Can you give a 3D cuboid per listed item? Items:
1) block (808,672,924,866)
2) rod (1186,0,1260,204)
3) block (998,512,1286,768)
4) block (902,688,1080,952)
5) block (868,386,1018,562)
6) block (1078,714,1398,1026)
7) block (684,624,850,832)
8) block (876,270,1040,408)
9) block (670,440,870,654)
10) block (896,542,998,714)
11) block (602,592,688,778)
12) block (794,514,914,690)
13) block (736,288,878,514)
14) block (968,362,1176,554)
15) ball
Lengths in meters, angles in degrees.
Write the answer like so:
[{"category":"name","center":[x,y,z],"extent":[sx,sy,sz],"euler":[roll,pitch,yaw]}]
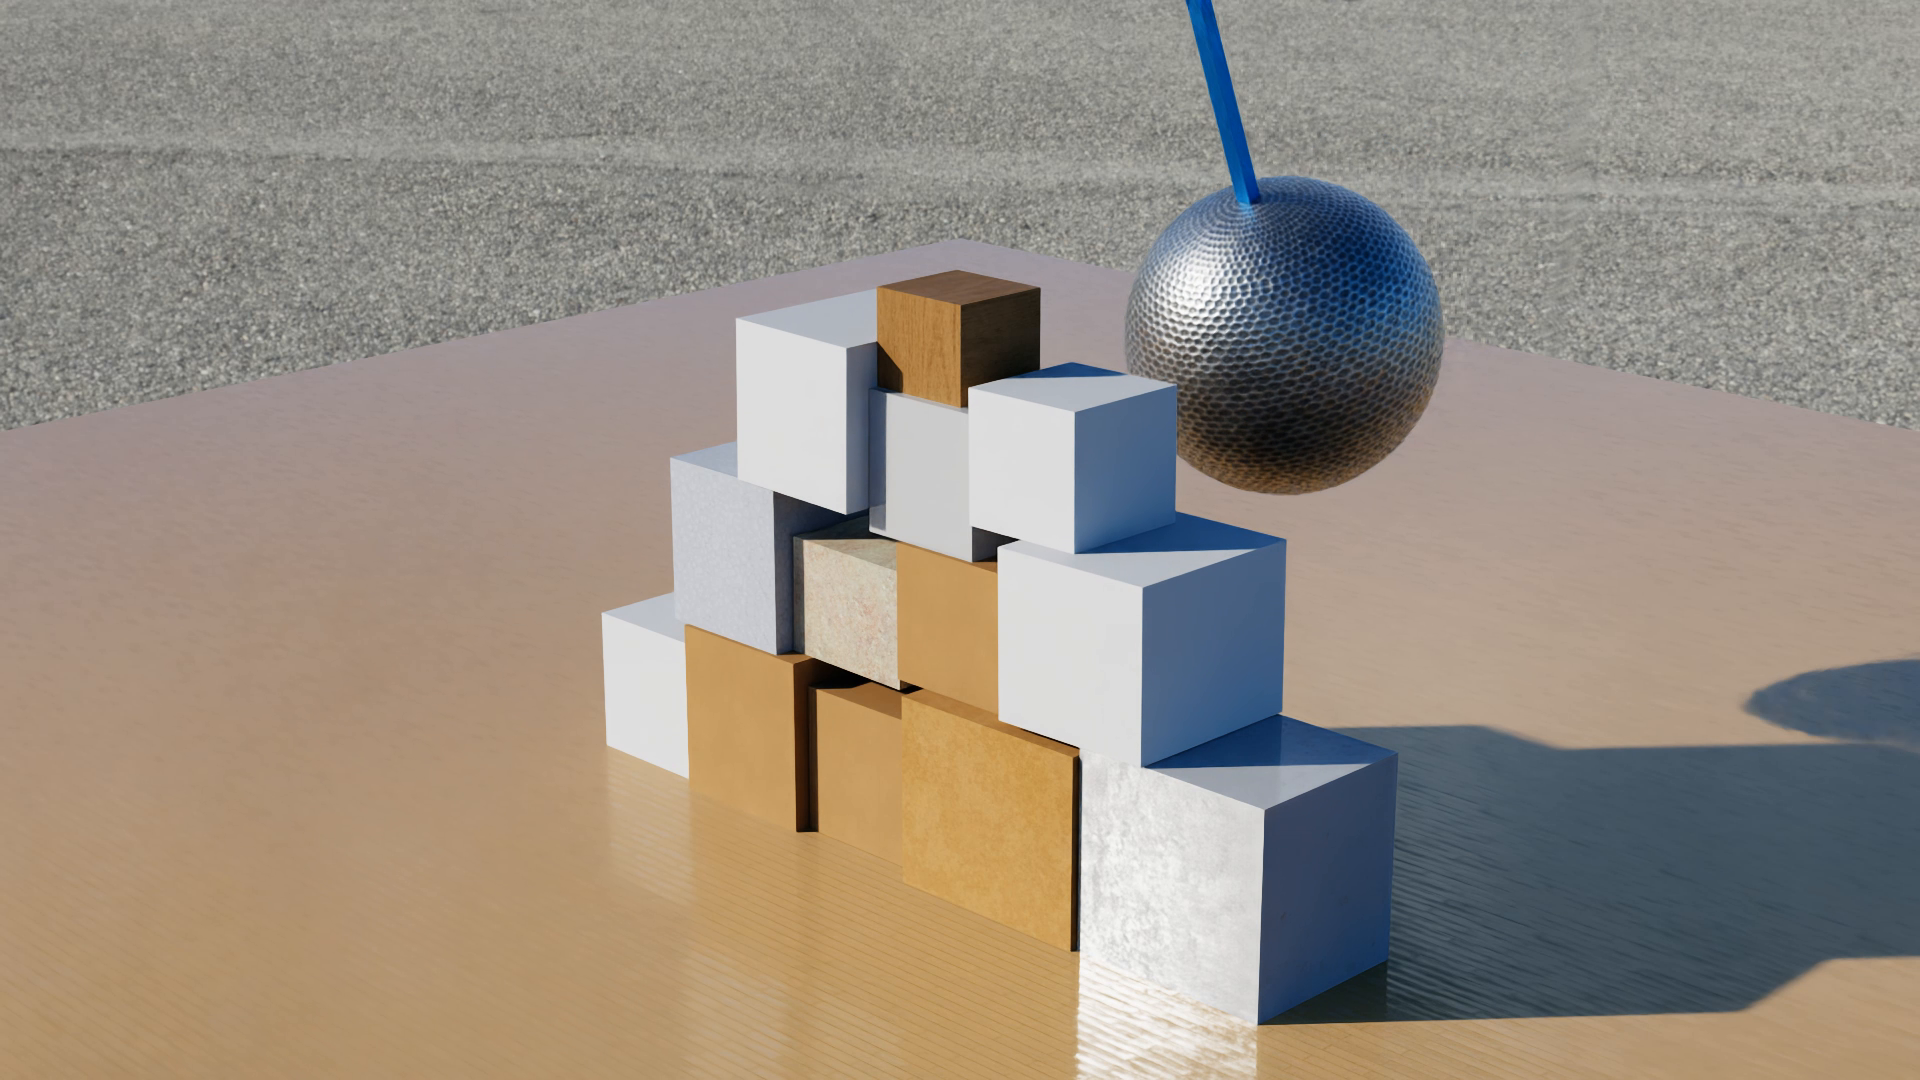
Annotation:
[{"category":"block","center":[-0.181,1.029,13.867],"extent":[0.758,0.722,0.747],"euler":[-17,24,-42]},{"category":"rod","center":[0.703,-3.744,12.902],"extent":[0.080,5.200,0.080],"euler":[17,46,42]},{"category":"block","center":[0.783,0.389,12.621],"extent":[0.928,0.785,0.821],"euler":[-17,23,-42]},{"category":"block","center":[0.451,1.137,13.222],"extent":[0.970,0.902,1.043],"euler":[-17,24,-42]},{"category":"block","center":[0.032,-0.352,13.175],"extent":[0.596,0.667,0.653],"euler":[-17,24,-42]},{"category":"block","center":[1.175,1.335,12.509],"extent":[0.882,0.953,1.006],"euler":[-17,24,-42]},{"category":"block","center":[-0.750,0.809,14.354],"extent":[0.867,0.850,0.787],"euler":[-17,24,-42]},{"category":"block","center":[-0.006,-0.902,13.051],"extent":[0.502,0.457,0.526],"euler":[-17,24,-42]},{"category":"block","center":[-0.838,-0.013,14.188],"extent":[0.813,0.817,0.741],"euler":[-17,24,-42]},{"category":"block","center":[0.222,0.331,13.198],"extent":[0.668,0.650,0.764],"euler":[-17,24,-42]},{"category":"block","center":[-1.281,0.706,14.907],"extent":[0.756,0.715,0.733],"euler":[-17,24,-42]},{"category":"block","center":[-0.289,0.262,13.747],"extent":[0.672,0.565,0.718],"euler":[-17,25,-42]},{"category":"block","center":[-0.458,-0.658,13.603],"extent":[0.879,0.771,0.741],"euler":[-17,25,-42]},{"category":"block","center":[0.488,-0.366,12.701],"extent":[0.649,0.618,0.621],"euler":[-17,23,-42]},{"category":"ball","center":[1.623,-1.023,14.721],"extent":[1.600,1.600,1.600],"euler":[0,17,0]}]
